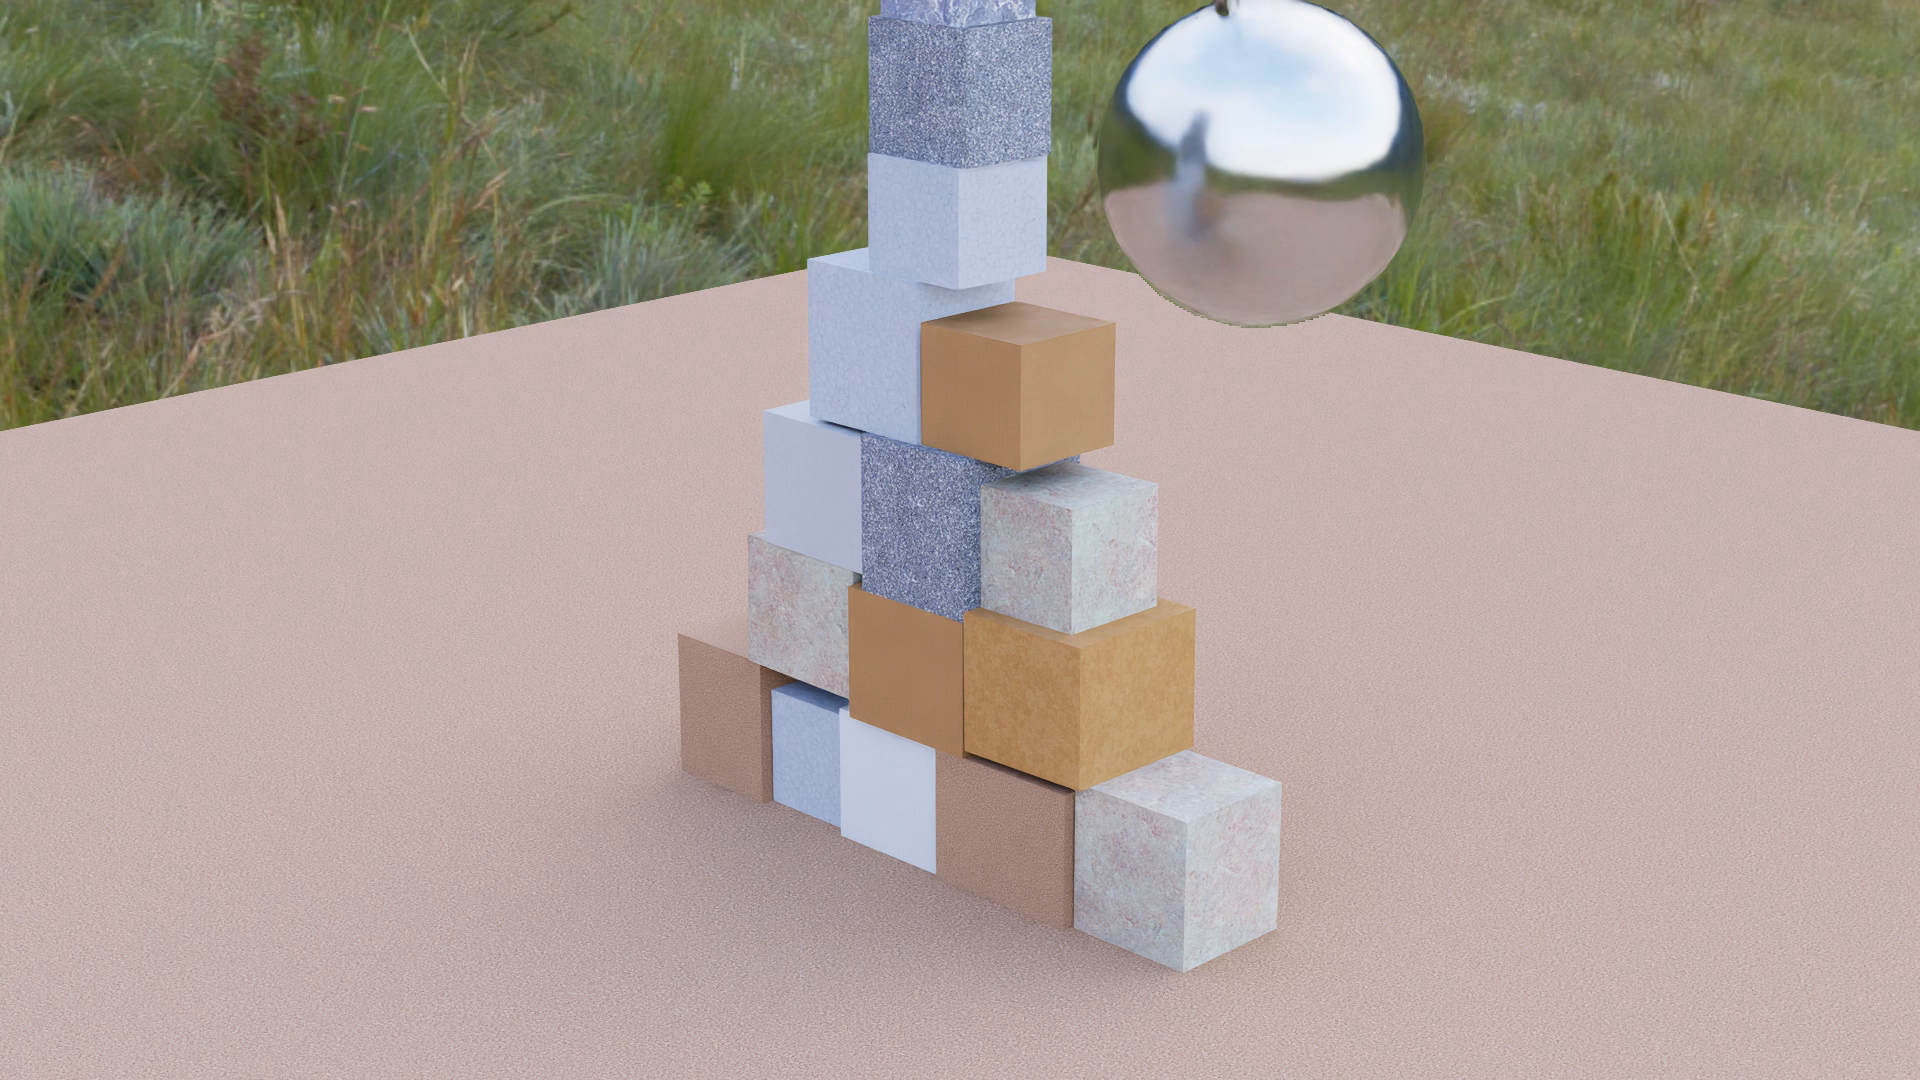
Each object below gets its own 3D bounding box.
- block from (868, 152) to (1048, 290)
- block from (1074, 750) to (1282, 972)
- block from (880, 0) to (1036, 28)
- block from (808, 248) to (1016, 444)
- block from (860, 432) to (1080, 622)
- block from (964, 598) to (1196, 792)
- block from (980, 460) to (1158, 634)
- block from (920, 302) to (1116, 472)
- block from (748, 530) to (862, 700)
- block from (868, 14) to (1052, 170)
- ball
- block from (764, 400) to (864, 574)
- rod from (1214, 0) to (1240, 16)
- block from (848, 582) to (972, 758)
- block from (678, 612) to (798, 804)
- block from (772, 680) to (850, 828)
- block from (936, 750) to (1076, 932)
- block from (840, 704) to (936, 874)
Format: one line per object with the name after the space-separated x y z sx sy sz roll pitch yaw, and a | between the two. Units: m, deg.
-0.011 -1.438 12.878 0.547 0.522 0.562 -17 24 -42 | block
0.947 1.379 12.804 0.629 0.690 0.636 -17 24 -42 | block
-0.008 -2.479 12.555 0.464 0.477 0.479 -17 24 -42 | block
-0.220 -0.908 13.282 0.624 0.731 0.698 -17 24 -42 | block
0.048 -0.133 13.260 0.741 0.736 0.654 -17 24 -42 | block
0.530 0.620 12.993 0.749 0.650 0.699 -17 23 -42 | block
0.478 0.026 12.865 0.551 0.561 0.547 -17 23 -42 | block
0.255 -0.685 12.869 0.596 0.552 0.605 -17 24 -42 | block
-0.514 0.287 13.965 0.672 0.636 0.729 -17 25 -42 | block
0.000 -1.972 12.722 0.524 0.590 0.598 -17 24 -42 | block
1.467 -1.845 14.299 1.600 1.600 1.600 0 17 0 | ball
-0.440 -0.292 13.686 0.666 0.638 0.670 -17 25 -42 | block
0.636 -4.640 12.550 0.080 5.200 0.080 17 44 42 | rod
-0.001 0.519 13.481 0.706 0.640 0.739 -17 24 -42 | block
-0.940 0.799 14.591 0.668 0.726 0.611 -17 24 -42 | block
-0.536 0.998 14.209 0.515 0.576 0.540 -17 24 -42 | block
0.423 1.252 13.291 0.713 0.641 0.796 -17 24 -42 | block
-0.086 1.090 13.803 0.685 0.643 0.664 -17 24 -42 | block
